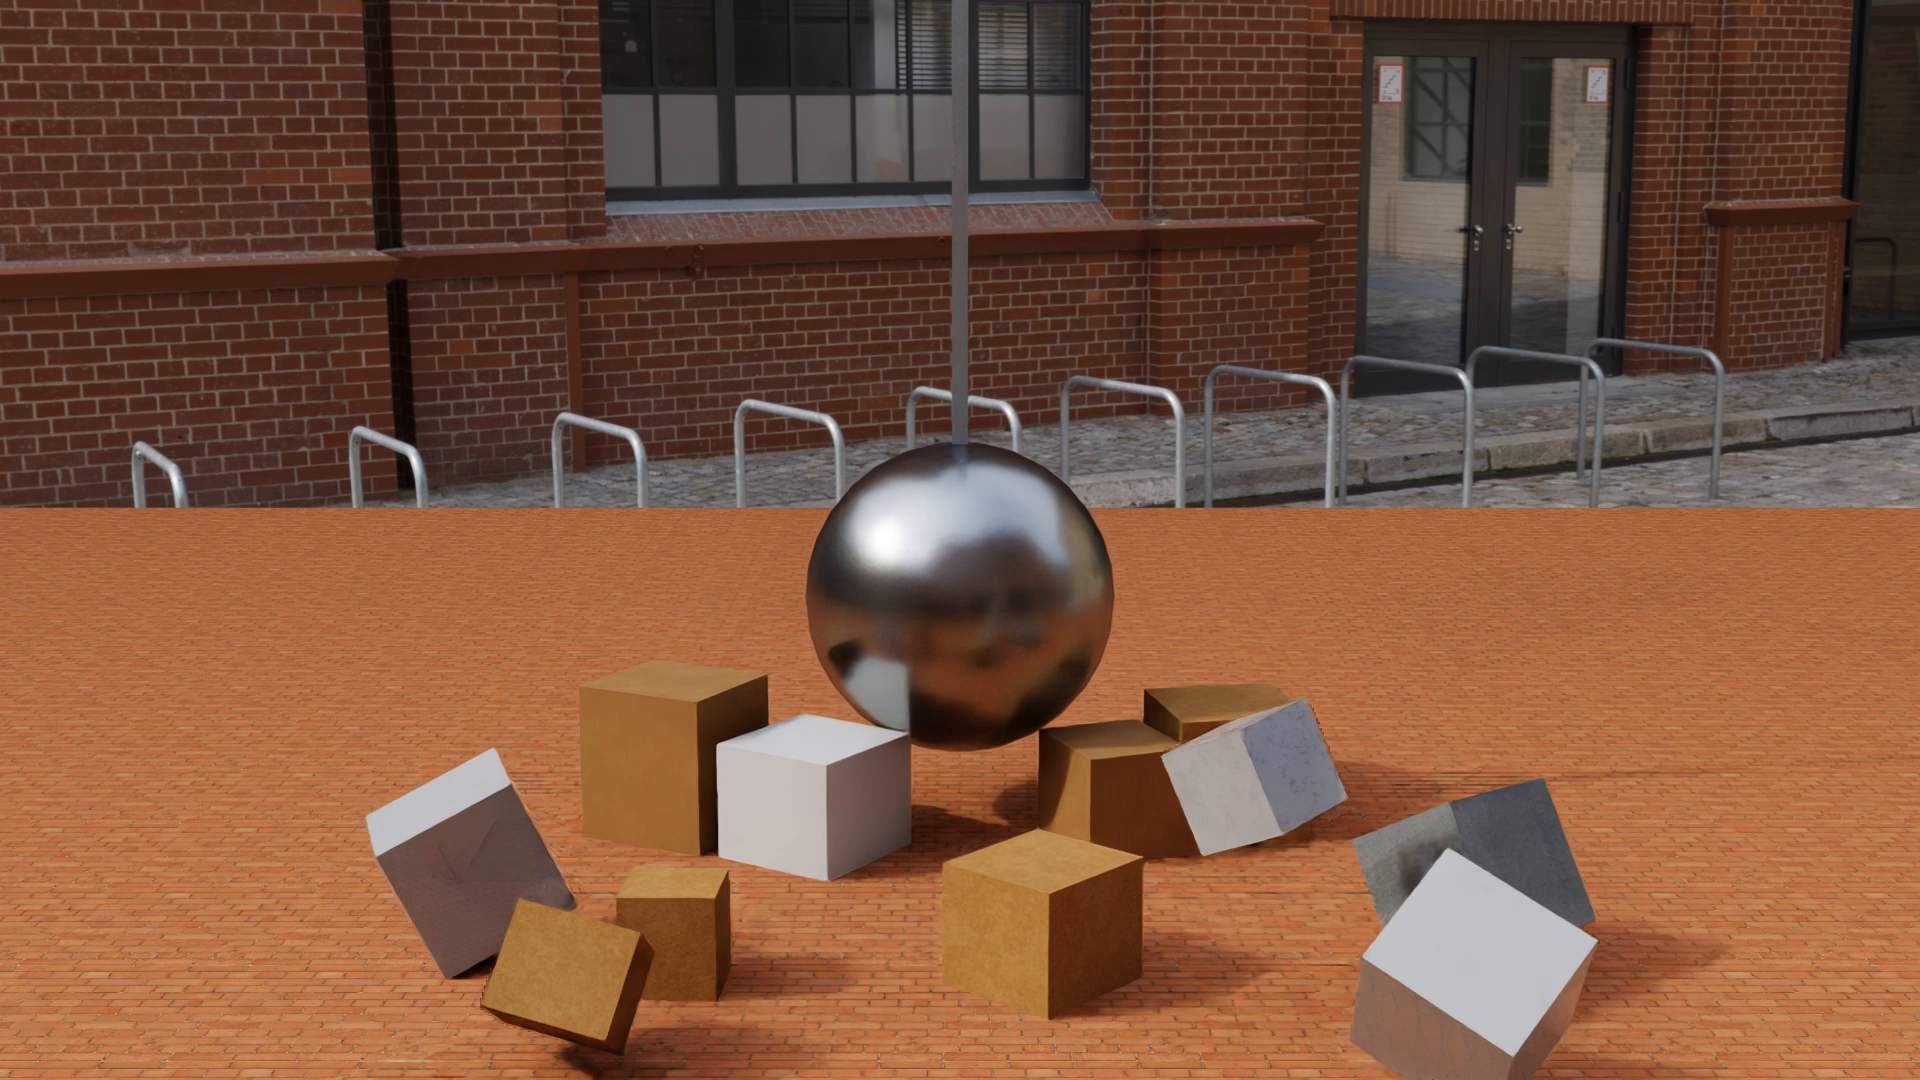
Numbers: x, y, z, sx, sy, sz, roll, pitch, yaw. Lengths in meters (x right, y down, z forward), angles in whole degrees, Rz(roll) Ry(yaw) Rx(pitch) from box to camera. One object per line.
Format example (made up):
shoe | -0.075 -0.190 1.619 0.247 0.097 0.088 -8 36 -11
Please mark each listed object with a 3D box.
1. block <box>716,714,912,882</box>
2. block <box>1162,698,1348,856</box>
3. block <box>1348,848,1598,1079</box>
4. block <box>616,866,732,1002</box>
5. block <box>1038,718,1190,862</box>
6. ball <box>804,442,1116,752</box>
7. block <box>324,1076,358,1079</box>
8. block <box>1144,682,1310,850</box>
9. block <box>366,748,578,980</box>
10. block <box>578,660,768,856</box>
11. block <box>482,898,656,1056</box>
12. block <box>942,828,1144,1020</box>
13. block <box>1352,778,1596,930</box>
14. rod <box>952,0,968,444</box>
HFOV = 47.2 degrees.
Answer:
block | -0.721 1.270 10.957 0.676 0.582 0.701 7 12 33
block | 1.160 0.934 8.672 0.422 0.428 0.450 -20 -4 -41
block | 1.811 1.610 7.824 0.599 0.678 0.543 32 62 26
block | -1.197 1.651 9.238 0.406 0.446 0.388 1 10 3
block | 0.769 1.266 11.067 0.546 0.550 0.612 -4 11 -22
ball | 0.000 0.293 11.369 1.600 1.600 1.600 0 10 0
block | -1.862 1.874 6.918 0.336 0.276 0.300 24 -26 -24
block | 1.372 1.157 11.363 0.684 0.658 0.701 -2 10 -11
block | -2.125 1.395 9.559 0.624 0.631 0.598 -28 17 -12
block | -1.459 1.103 11.296 0.711 0.789 0.657 5 12 27
block | -1.480 1.668 8.367 0.480 0.414 0.447 15 -20 5
block | 0.349 1.603 9.252 0.576 0.537 0.622 9 14 41
block | 2.170 1.436 9.312 0.596 0.625 0.605 -8 -17 -36
rod | 0.000 -3.038 10.687 0.080 5.200 0.080 0 12 0
